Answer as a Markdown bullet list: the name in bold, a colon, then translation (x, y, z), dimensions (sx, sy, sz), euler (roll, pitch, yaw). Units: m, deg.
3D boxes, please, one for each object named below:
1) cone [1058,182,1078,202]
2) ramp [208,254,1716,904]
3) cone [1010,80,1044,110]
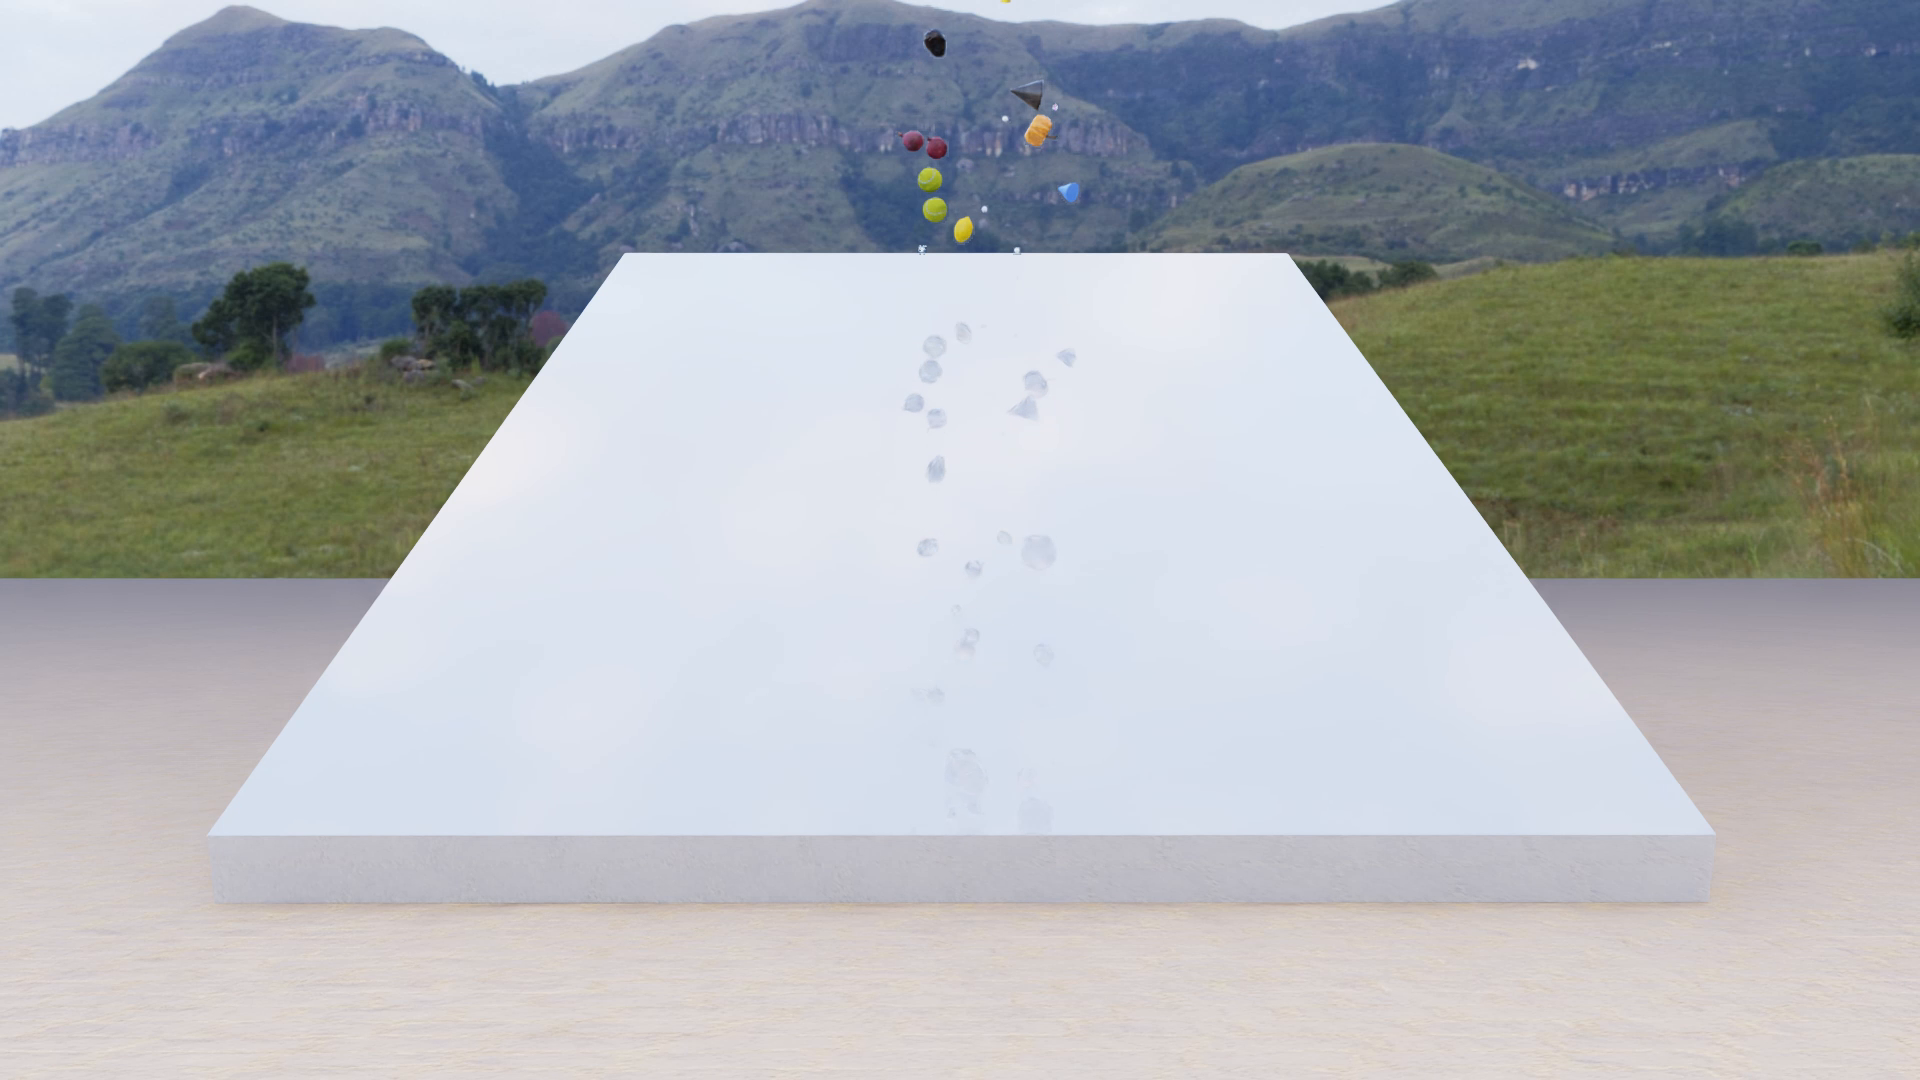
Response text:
- **cone**: translation (0.299, -0.998, 6.395), dimensions (0.057, 0.057, 0.057), euler (22, 13, 36)
- **ramp**: translation (-0.004, -0.190, 4.884), dimensions (2.000, 0.100, 4.000), euler (0, 18, 0)
- **cone**: translation (0.189, -1.316, 6.594), dimensions (0.093, 0.093, 0.093), euler (8, -2, -7)
